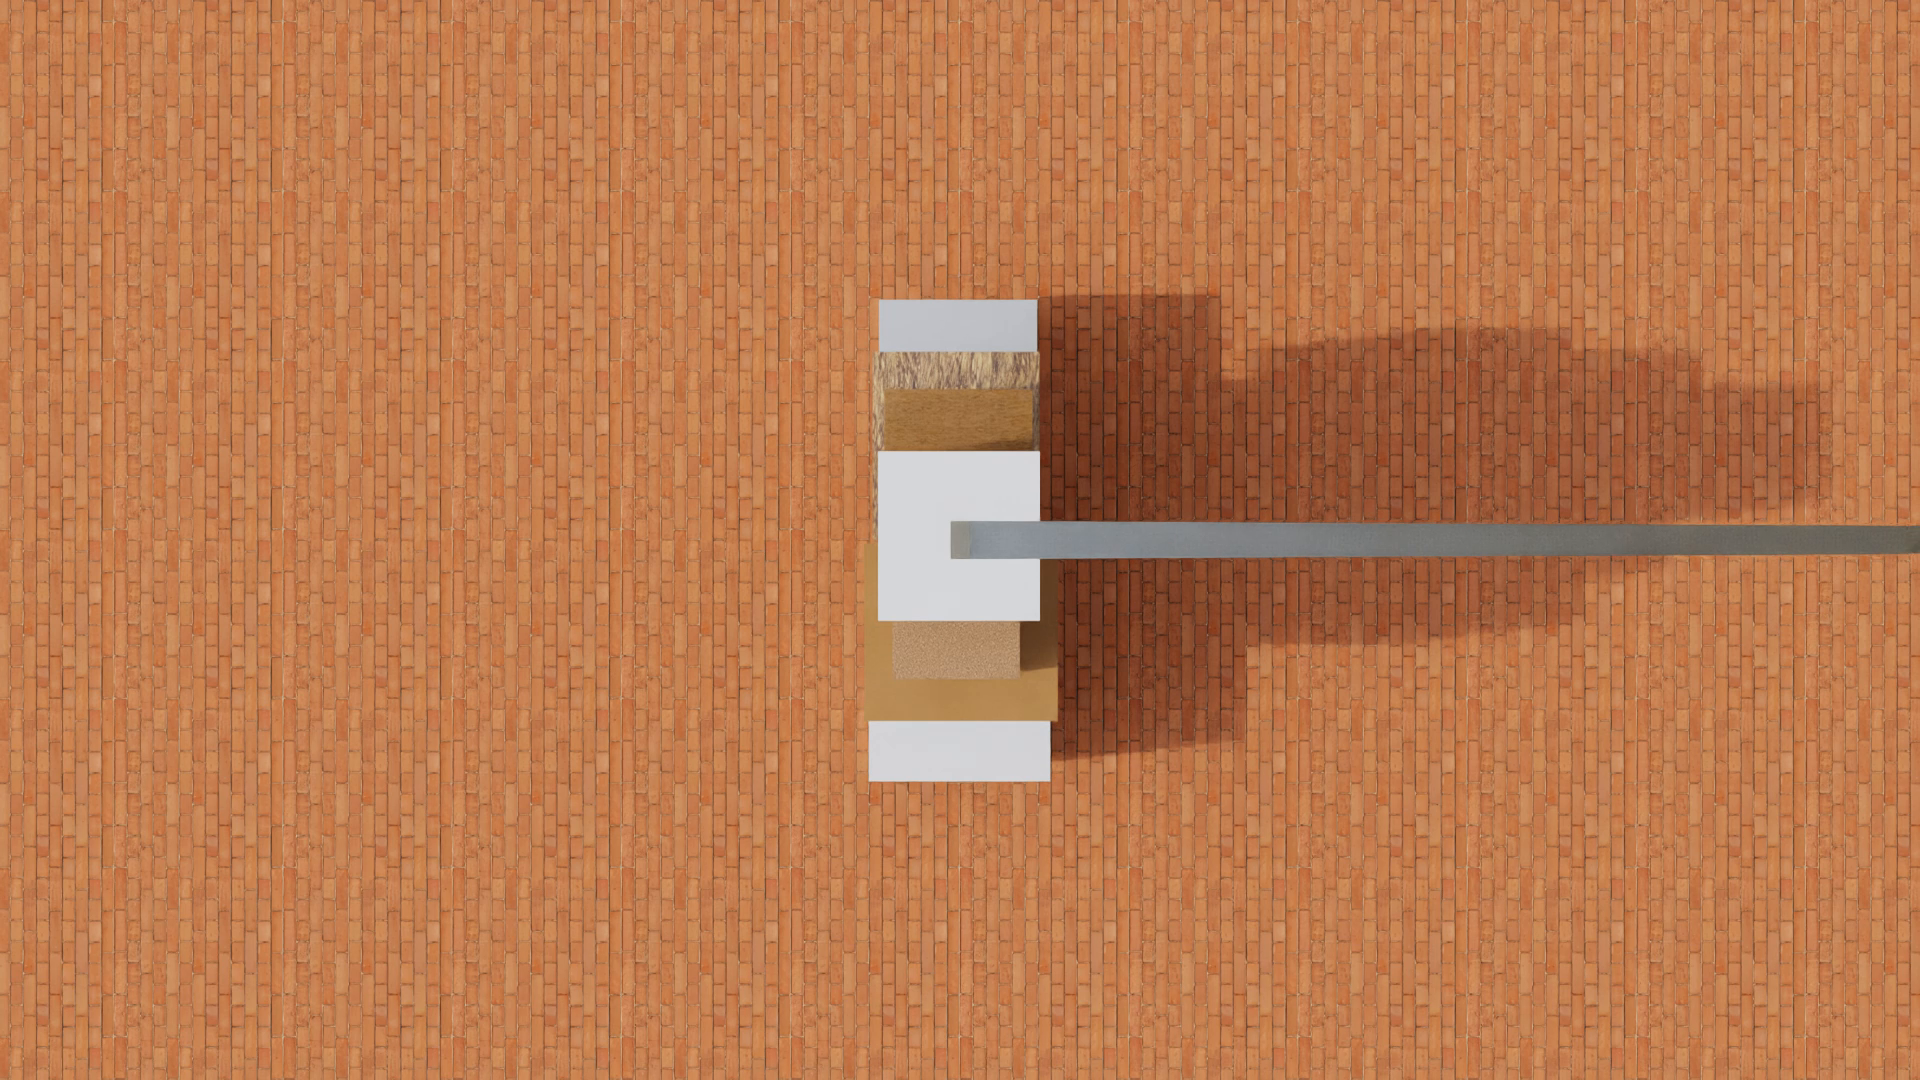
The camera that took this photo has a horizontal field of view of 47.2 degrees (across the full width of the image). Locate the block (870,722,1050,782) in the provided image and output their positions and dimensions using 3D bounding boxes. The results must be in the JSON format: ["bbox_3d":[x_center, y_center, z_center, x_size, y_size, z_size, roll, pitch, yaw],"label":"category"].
[{"bbox_3d":[-0.002,0.824,12.514,0.991,0.972,0.992,0,90,0],"label":"block"}]

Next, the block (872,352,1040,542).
[{"bbox_3d":[-0.018,-0.438,10.810,0.786,0.895,0.887,0,89,0],"label":"block"}]

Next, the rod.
[{"bbox_3d":[2.234,0.000,5.972,5.200,0.080,0.080,0,90,-31],"label":"rod"}]

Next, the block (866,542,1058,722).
[{"bbox_3d":[0.007,0.437,10.812,0.909,0.872,0.841,0,89,0],"label":"block"}]

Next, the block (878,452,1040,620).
[{"bbox_3d":[-0.004,-0.020,9.372,0.667,0.603,0.697,0,91,0],"label":"block"}]

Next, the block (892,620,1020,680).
[{"bbox_3d":[-0.017,0.335,10.082,0.566,0.590,0.574,0,89,0],"label":"block"}]

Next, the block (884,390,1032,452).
[{"bbox_3d":[-0.006,-0.313,10.019,0.653,0.683,0.696,0,89,0],"label":"block"}]

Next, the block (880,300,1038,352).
[{"bbox_3d":[-0.010,-0.906,12.540,0.867,0.920,0.828,0,90,0],"label":"block"}]
